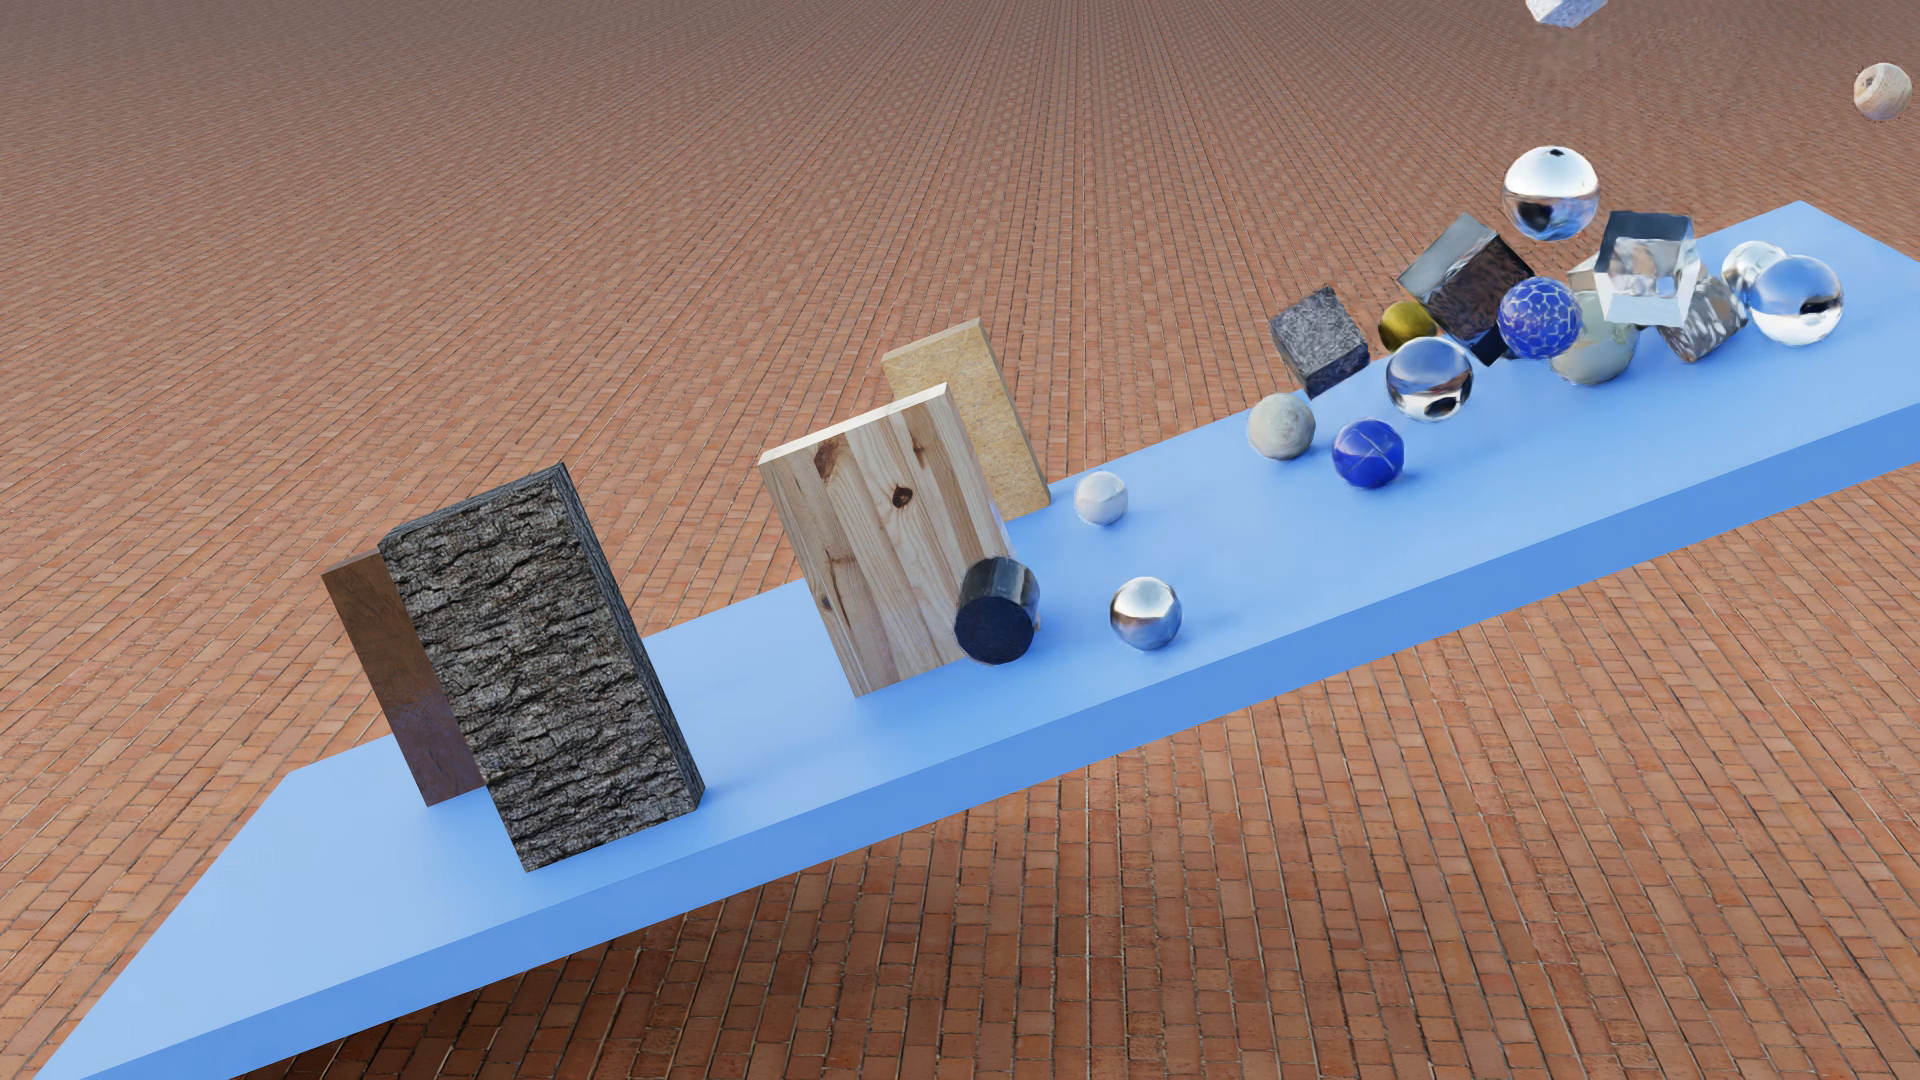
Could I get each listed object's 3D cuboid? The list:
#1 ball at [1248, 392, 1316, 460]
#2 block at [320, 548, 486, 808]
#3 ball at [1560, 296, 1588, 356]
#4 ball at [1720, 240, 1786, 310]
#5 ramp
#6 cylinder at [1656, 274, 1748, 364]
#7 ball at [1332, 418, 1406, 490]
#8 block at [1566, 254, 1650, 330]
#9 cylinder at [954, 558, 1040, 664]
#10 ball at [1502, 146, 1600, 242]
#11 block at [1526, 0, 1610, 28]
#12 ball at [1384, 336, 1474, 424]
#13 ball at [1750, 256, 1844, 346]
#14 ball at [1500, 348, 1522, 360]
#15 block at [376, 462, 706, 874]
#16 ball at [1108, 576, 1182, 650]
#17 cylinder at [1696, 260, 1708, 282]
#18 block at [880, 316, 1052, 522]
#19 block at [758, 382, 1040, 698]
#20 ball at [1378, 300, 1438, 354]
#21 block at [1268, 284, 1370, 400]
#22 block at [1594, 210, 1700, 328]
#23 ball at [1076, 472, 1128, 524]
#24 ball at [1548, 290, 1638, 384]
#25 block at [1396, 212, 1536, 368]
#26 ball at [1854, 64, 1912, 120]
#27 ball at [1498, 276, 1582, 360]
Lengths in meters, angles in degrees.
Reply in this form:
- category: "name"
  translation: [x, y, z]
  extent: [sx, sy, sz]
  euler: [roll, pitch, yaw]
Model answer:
- category: "ball"
  translation: [0.710, -0.250, 6.496]
  extent: [0.149, 0.149, 0.149]
  euler: [0, 14, 0]
- category: "block"
  translation: [-1.124, 0.263, 6.508]
  extent: [0.356, 0.572, 0.090]
  euler: [-21, 12, 7]
- category: "ball"
  translation: [1.297, -0.476, 6.430]
  extent: [0.152, 0.152, 0.152]
  euler: [0, 14, 0]
- category: "ball"
  translation: [1.657, -0.549, 6.119]
  extent: [0.146, 0.146, 0.146]
  euler: [0, 14, 0]
- category: "ramp"
  translation: [0.123, 0.174, 6.291]
  extent: [4.000, 0.100, 2.000]
  euler: [-21, 12, 7]
- category: "cylinder"
  translation: [1.493, -0.446, 5.933]
  extent: [0.130, 0.130, 0.130]
  euler: [-36, 20, -5]
- category: "ball"
  translation: [0.828, -0.176, 5.962]
  extent: [0.147, 0.147, 0.147]
  euler: [0, 14, 0]
- category: "block"
  translation: [1.459, -0.553, 6.463]
  extent: [0.153, 0.153, 0.153]
  euler: [-32, 16, -37]
- category: "cylinder"
  translation: [0.075, 0.140, 5.830]
  extent: [0.155, 0.155, 0.155]
  euler: [1, 29, 6]
- category: "ball"
  translation: [1.244, -0.729, 6.195]
  extent: [0.202, 0.202, 0.202]
  euler: [0, 14, 0]
- category: "block"
  translation: [1.295, -1.212, 6.275]
  extent: [0.162, 0.162, 0.162]
  euler: [-37, -20, 35]
- category: "ball"
  translation: [1.003, -0.343, 6.285]
  extent: [0.187, 0.187, 0.187]
  euler: [0, 14, 0]
- category: "ball"
  translation: [1.629, -0.466, 5.725]
  extent: [0.177, 0.177, 0.177]
  euler: [0, 14, 0]
- category: "ball"
  translation: [1.230, -0.472, 6.559]
  extent: [0.140, 0.140, 0.140]
  euler: [0, 14, 0]
- category: "block"
  translation: [-0.801, 0.248, 5.673]
  extent: [0.361, 0.704, 0.139]
  euler: [-21, 12, 7]
- category: "ball"
  translation: [0.346, 0.137, 5.476]
  extent: [0.137, 0.137, 0.137]
  euler: [0, 14, 0]
- category: "cylinder"
  translation: [1.530, -0.538, 6.305]
  extent: [0.117, 0.117, 0.117]
  euler: [-9, 15, -11]
- category: "block"
  translation: [0.016, -0.265, 7.035]
  extent: [0.248, 0.468, 0.118]
  euler: [-21, 12, 7]
- category: "block"
  translation: [-0.120, 0.001, 5.978]
  extent: [0.403, 0.521, 0.124]
  euler: [-21, 12, 7]
- category: "ball"
  translation: [0.999, -0.470, 6.557]
  extent: [0.131, 0.131, 0.131]
  euler: [0, 14, 0]
- category: "block"
  translation: [0.804, -0.441, 6.577]
  extent: [0.159, 0.159, 0.159]
  euler: [-31, -19, 2]
- category: "block"
  translation: [1.370, -0.541, 5.864]
  extent: [0.158, 0.158, 0.158]
  euler: [7, 59, 27]
- category: "ball"
  translation: [0.318, -0.094, 6.586]
  extent: [0.119, 0.119, 0.119]
  euler: [0, 14, 0]
- category: "ball"
  translation: [1.299, -0.418, 6.068]
  extent: [0.194, 0.194, 0.194]
  euler: [0, 14, 0]
- category: "block"
  translation: [1.073, -0.520, 6.109]
  extent: [0.201, 0.201, 0.201]
  euler: [42, 7, -20]
- category: "ball"
  translation: [1.863, -0.905, 5.939]
  extent: [0.114, 0.114, 0.114]
  euler: [0, 14, 0]
- category: "ball"
  translation: [1.159, -0.443, 5.883]
  extent: [0.167, 0.167, 0.167]
  euler: [0, 14, 0]
